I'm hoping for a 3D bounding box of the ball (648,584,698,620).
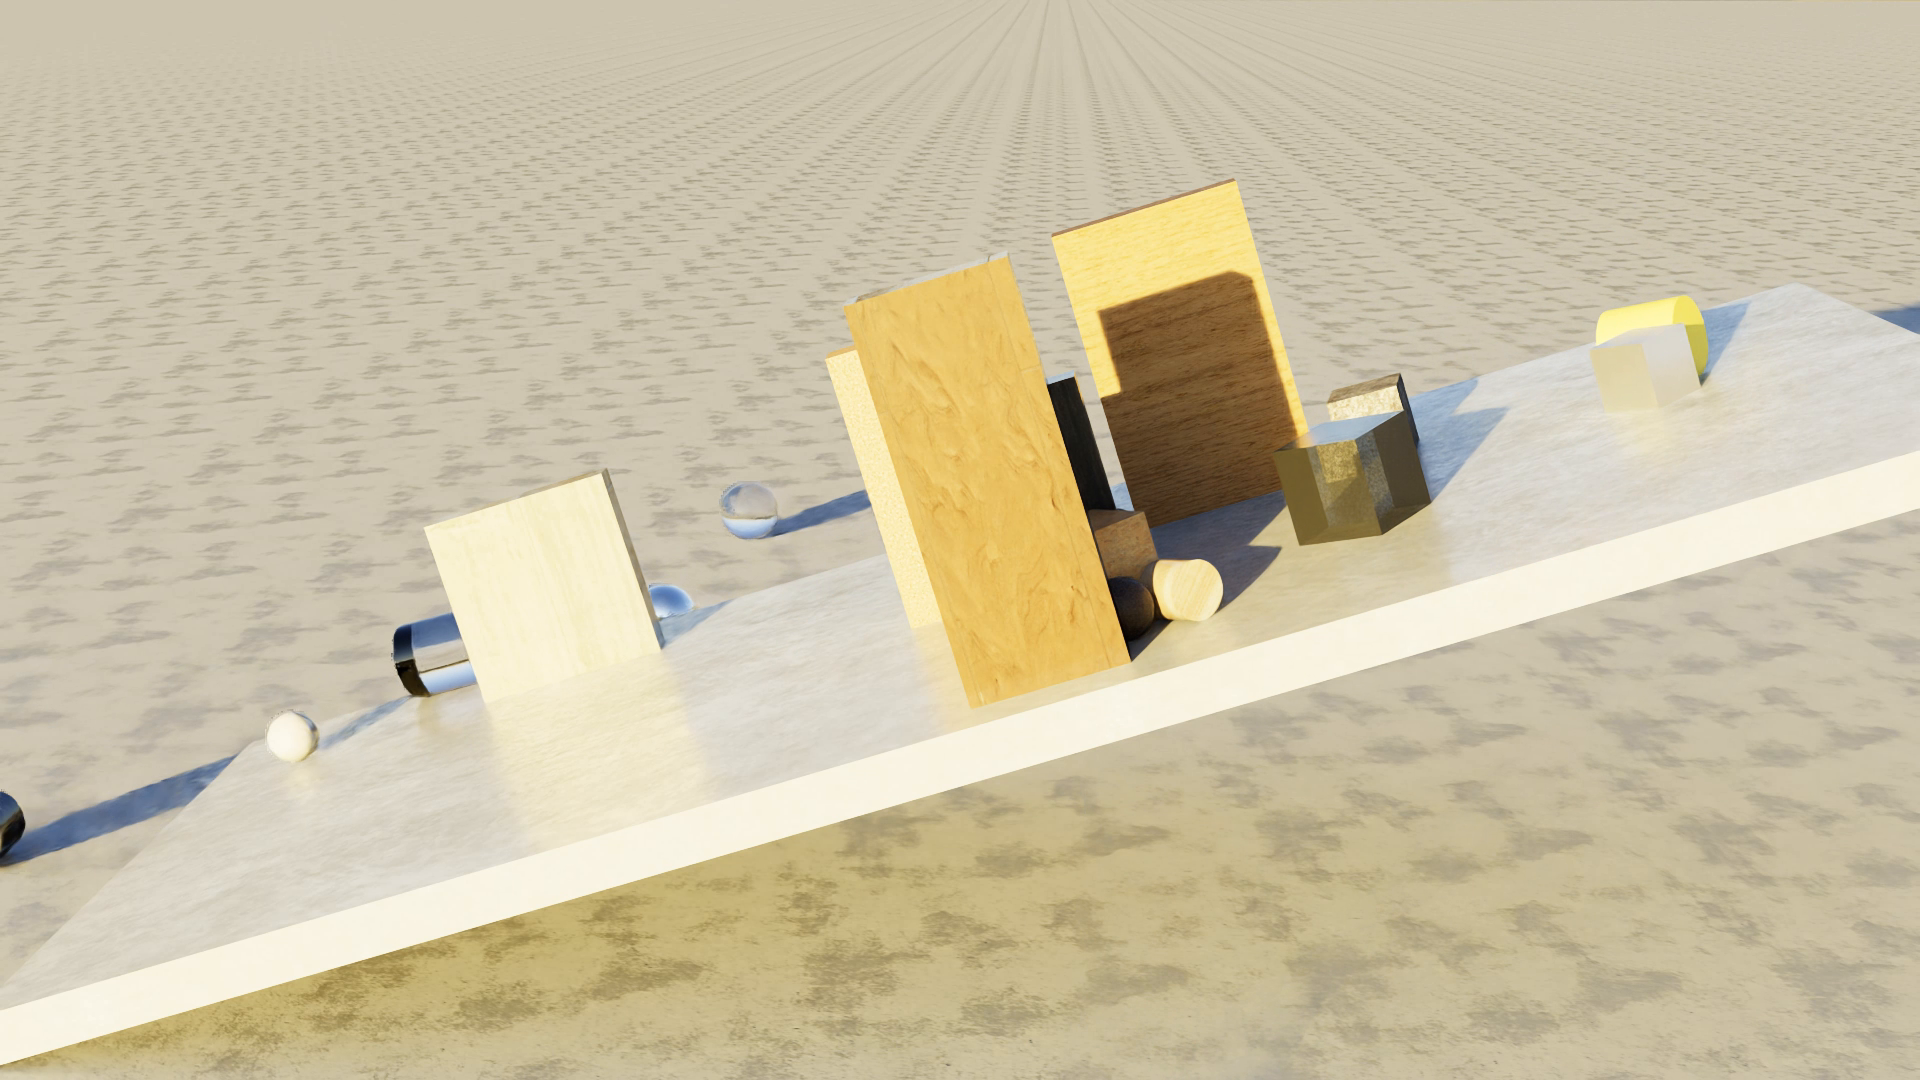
[{"bbox_3d":[-0.888,0.234,8.848,0.202,0.202,0.202,0,11,0],"label":"ball"}]

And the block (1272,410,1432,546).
[{"bbox_3d":[0.792,-0.125,5.942,0.201,0.201,0.201,-8,14,42],"label":"block"}]

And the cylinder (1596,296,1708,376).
[{"bbox_3d":[1.512,-0.430,6.425,0.178,0.178,0.178,-10,3,37],"label":"cylinder"}]

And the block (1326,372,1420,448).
[{"bbox_3d":[0.925,-0.265,6.583,0.159,0.159,0.159,-15,10,15],"label":"block"}]

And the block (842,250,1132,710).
[{"bbox_3d":[0.054,-0.109,5.434,0.310,0.785,0.113,-17,10,5],"label":"block"}]

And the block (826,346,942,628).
[{"bbox_3d":[-0.016,-0.159,6.314,0.372,0.611,0.109,-17,10,5],"label":"block"}]

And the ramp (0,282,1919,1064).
[{"bbox_3d":[0.096,0.185,6.315,4.000,0.100,2.000,-17,10,5],"label":"ramp"}]

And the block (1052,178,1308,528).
[{"bbox_3d":[0.506,-0.412,6.568,0.423,0.689,0.096,-17,10,5],"label":"block"}]

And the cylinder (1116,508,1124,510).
[{"bbox_3d":[0.271,0.028,6.102,0.164,0.164,0.164,-11,4,32],"label":"cylinder"}]

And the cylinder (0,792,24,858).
[{"bbox_3d":[-2.252,0.669,6.758,0.155,0.155,0.155,0,12,2],"label":"cylinder"}]

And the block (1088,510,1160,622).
[{"bbox_3d":[0.252,0.076,5.752,0.210,0.210,0.210,-22,11,-23],"label":"block"}]

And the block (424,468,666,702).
[{"bbox_3d":[-0.985,0.108,6.996,0.442,0.445,0.090,-17,10,5],"label":"block"}]

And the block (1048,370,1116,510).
[{"bbox_3d":[0.111,-0.054,5.930,0.393,0.475,0.093,-17,10,5],"label":"block"}]

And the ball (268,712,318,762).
[{"bbox_3d":[-1.589,0.469,7.006,0.119,0.119,0.119,0,11,0],"label":"ball"}]

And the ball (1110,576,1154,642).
[{"bbox_3d":[0.308,0.132,5.595,0.126,0.126,0.126,0,11,0],"label":"ball"}]

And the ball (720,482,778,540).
[{"bbox_3d":[-0.755,-0.103,10.543,0.207,0.207,0.207,0,11,0],"label":"ball"}]

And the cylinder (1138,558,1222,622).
[{"bbox_3d":[0.421,0.095,5.629,0.117,0.117,0.117,-6,4,-30],"label":"cylinder"}]

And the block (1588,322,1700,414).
[{"bbox_3d":[1.457,-0.365,6.259,0.146,0.146,0.146,-25,12,-35],"label":"block"}]

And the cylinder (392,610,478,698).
[{"bbox_3d":[-1.277,0.279,7.301,0.190,0.190,0.190,-15,7,15],"label":"cylinder"}]
